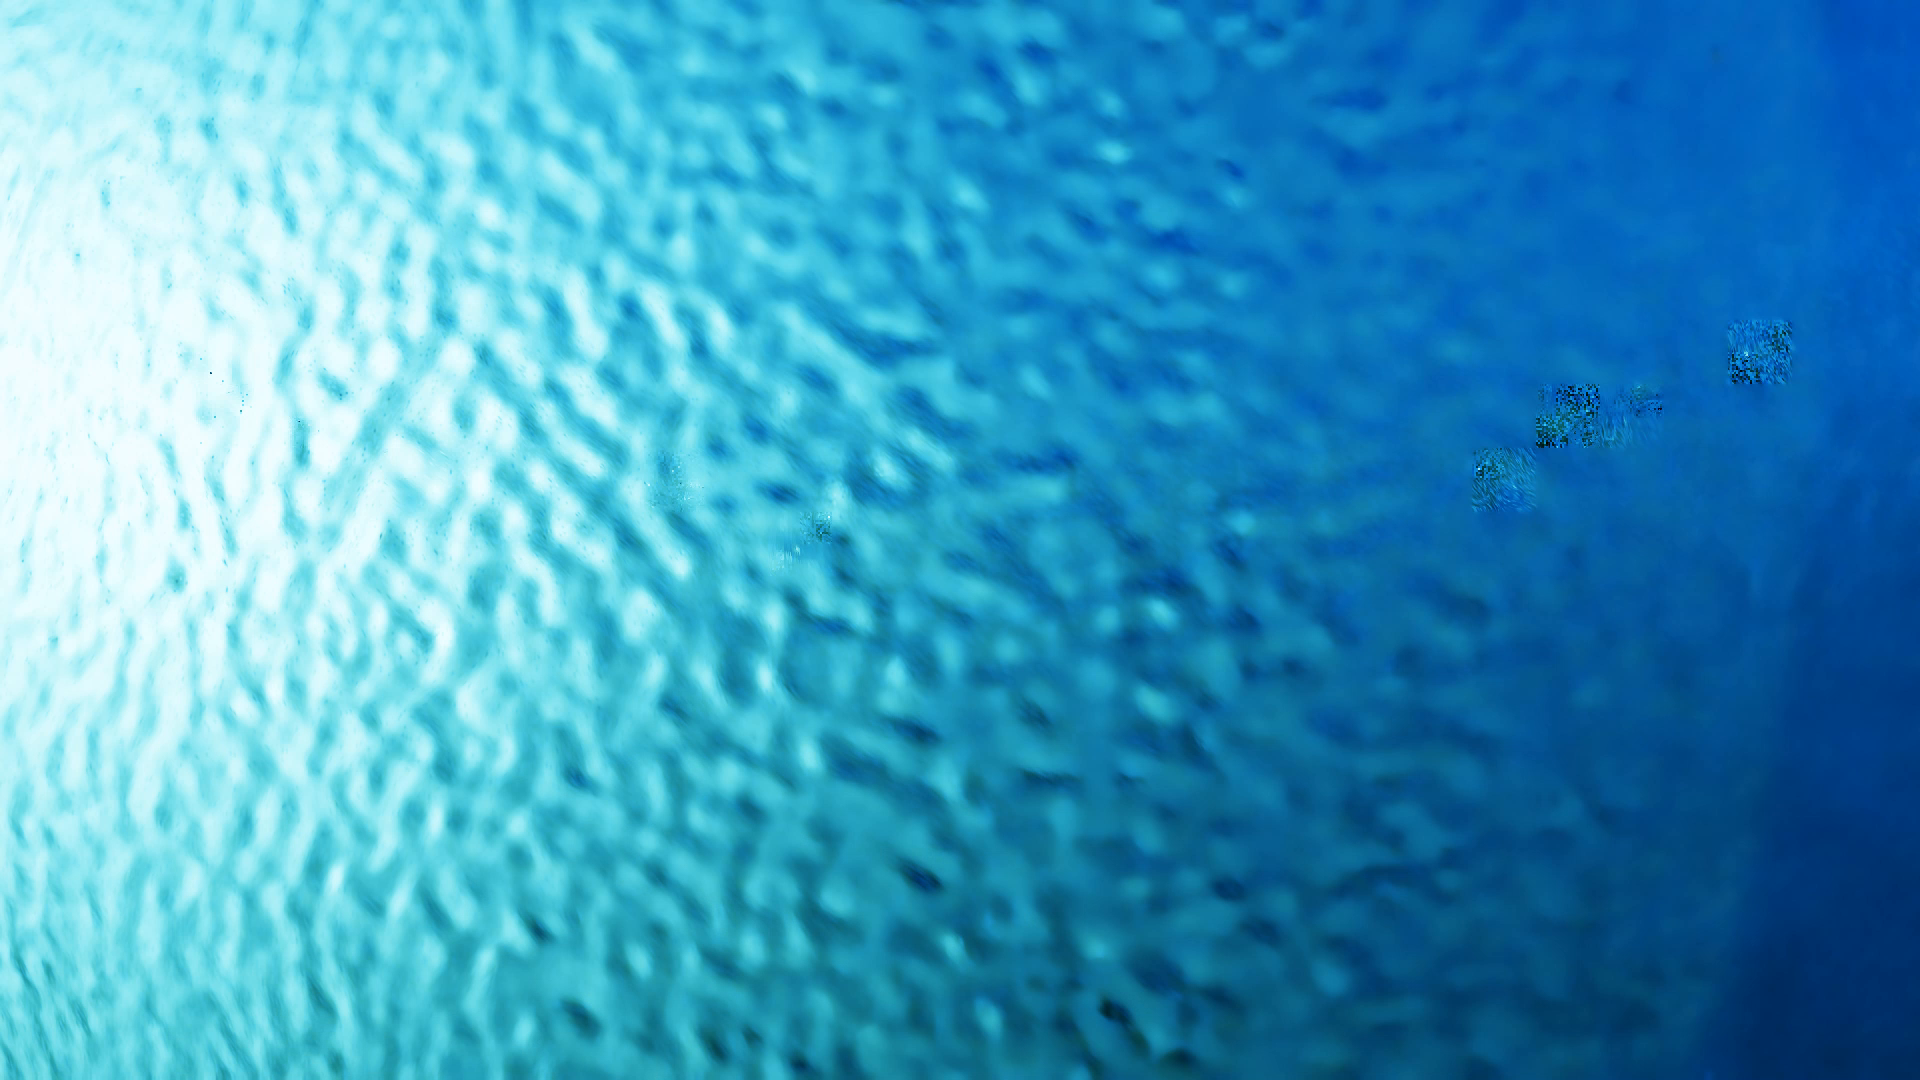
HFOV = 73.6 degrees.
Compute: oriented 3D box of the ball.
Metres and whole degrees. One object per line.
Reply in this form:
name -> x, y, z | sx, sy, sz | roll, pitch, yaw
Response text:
ball -> 0.000, -0.002, 0.056 | 0.080, 0.080, 0.080 | 0, 4, 0
